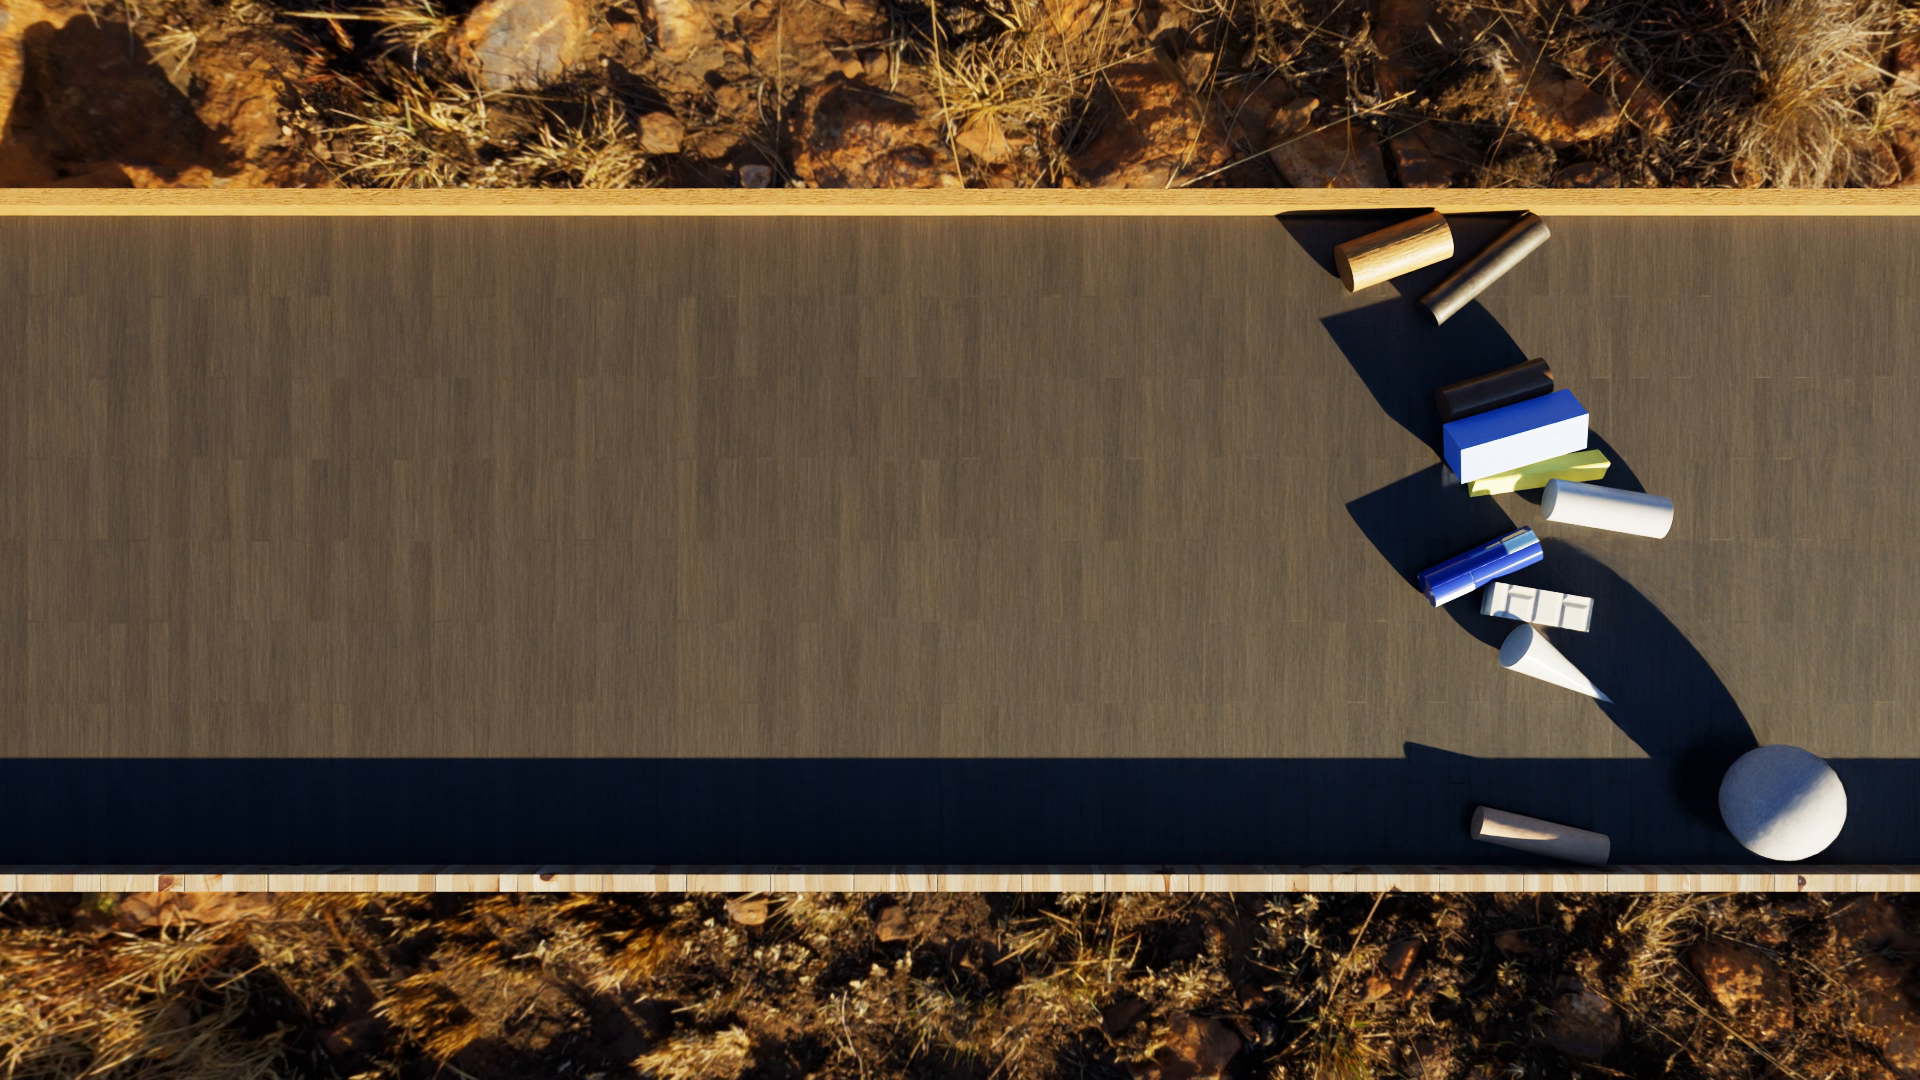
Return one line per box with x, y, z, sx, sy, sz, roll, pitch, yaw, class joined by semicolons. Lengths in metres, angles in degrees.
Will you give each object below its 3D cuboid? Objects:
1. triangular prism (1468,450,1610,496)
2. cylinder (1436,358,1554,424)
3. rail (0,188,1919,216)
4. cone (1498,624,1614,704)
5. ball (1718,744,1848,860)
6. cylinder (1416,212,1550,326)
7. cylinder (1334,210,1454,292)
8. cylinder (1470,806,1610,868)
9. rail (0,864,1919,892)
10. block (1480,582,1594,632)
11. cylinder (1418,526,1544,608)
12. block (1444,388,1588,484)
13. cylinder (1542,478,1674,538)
1.766;-0.205;5.036;0.411;0.078;0.090;-8;90;0;triangular prism
1.624;-0.453;5.018;0.324;0.117;0.117;-17;90;0;cylinder
-2.247;-1.025;5.002;12.000;0.150;0.050;0;90;0;rail
1.851;0.412;5.039;0.384;0.150;0.150;29;90;-11;cone
2.444;0.780;4.905;0.342;0.342;0.342;0;90;0;ball
1.593;-0.824;5.026;0.433;0.102;0.102;-39;90;0;cylinder
1.314;-0.875;5.002;0.316;0.150;0.150;-20;90;0;cylinder
1.767;0.905;5.024;0.391;0.105;0.105;13;90;0;cylinder
-2.247;1.025;5.001;12.000;0.150;0.050;0;90;0;rail
1.757;0.202;5.026;0.300;0.101;0.101;10;90;0;block
1.582;0.080;5.019;0.353;0.115;0.115;-24;90;0;cylinder
1.676;-0.314;4.983;0.392;0.133;0.133;-16;131;0;block
1.965;-0.096;5.012;0.352;0.128;0.128;9;90;0;cylinder
